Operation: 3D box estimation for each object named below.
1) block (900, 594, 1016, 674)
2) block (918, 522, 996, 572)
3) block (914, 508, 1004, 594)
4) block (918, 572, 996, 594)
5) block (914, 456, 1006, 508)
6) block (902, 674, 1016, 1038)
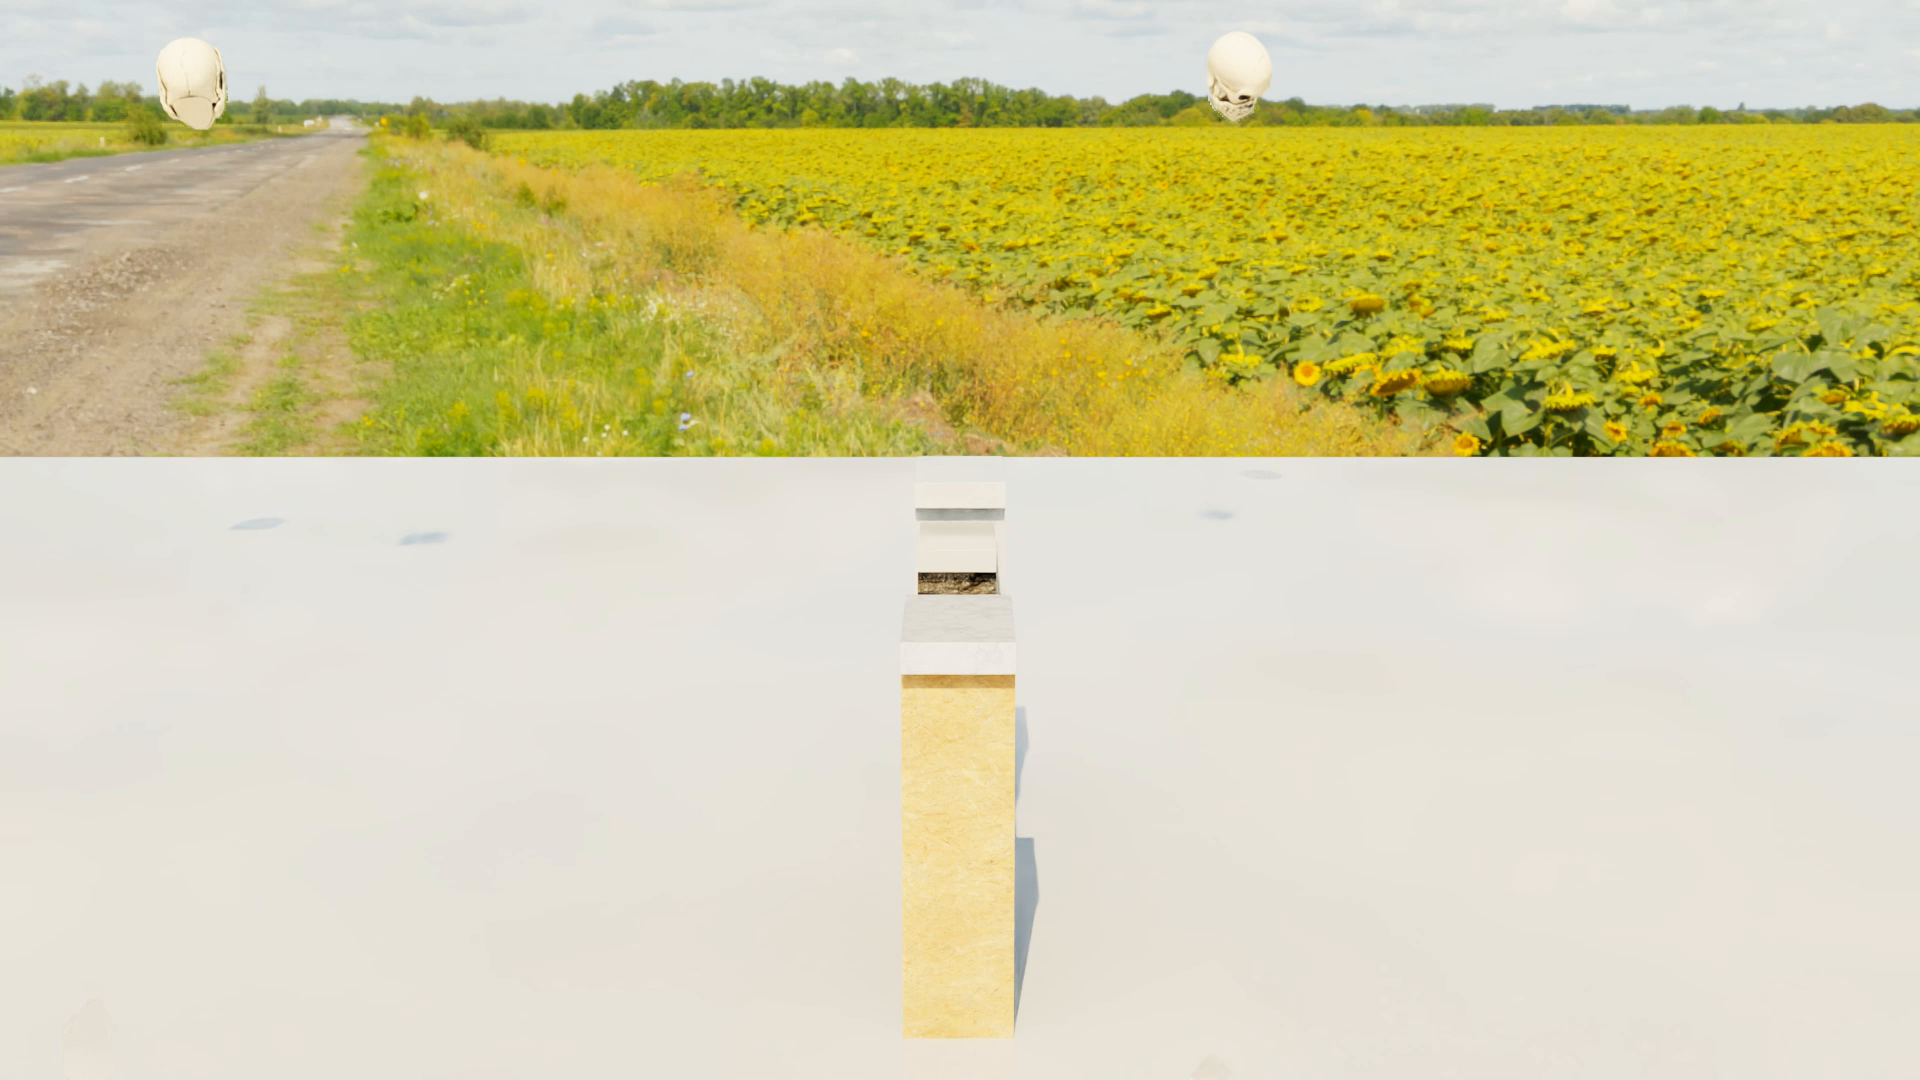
[{"bbox_3d":[-0.003,0.131,3.105,0.155,0.044,0.310,0,11,0],"label":"block"},{"bbox_3d":[-0.005,0.011,3.628,0.126,0.036,0.252,0,11,0],"label":"block"},{"bbox_3d":[-0.001,0.089,3.829,0.155,0.310,0.044,0,11,0],"label":"block"},{"bbox_3d":[-0.005,0.167,3.572,0.126,0.252,0.036,0,11,0],"label":"block"},{"bbox_3d":[0.000,-0.104,3.898,0.155,0.044,0.310,0,11,0],"label":"block"},{"bbox_3d":[-0.002,0.433,3.056,0.155,0.532,0.044,0,11,0],"label":"block"}]
